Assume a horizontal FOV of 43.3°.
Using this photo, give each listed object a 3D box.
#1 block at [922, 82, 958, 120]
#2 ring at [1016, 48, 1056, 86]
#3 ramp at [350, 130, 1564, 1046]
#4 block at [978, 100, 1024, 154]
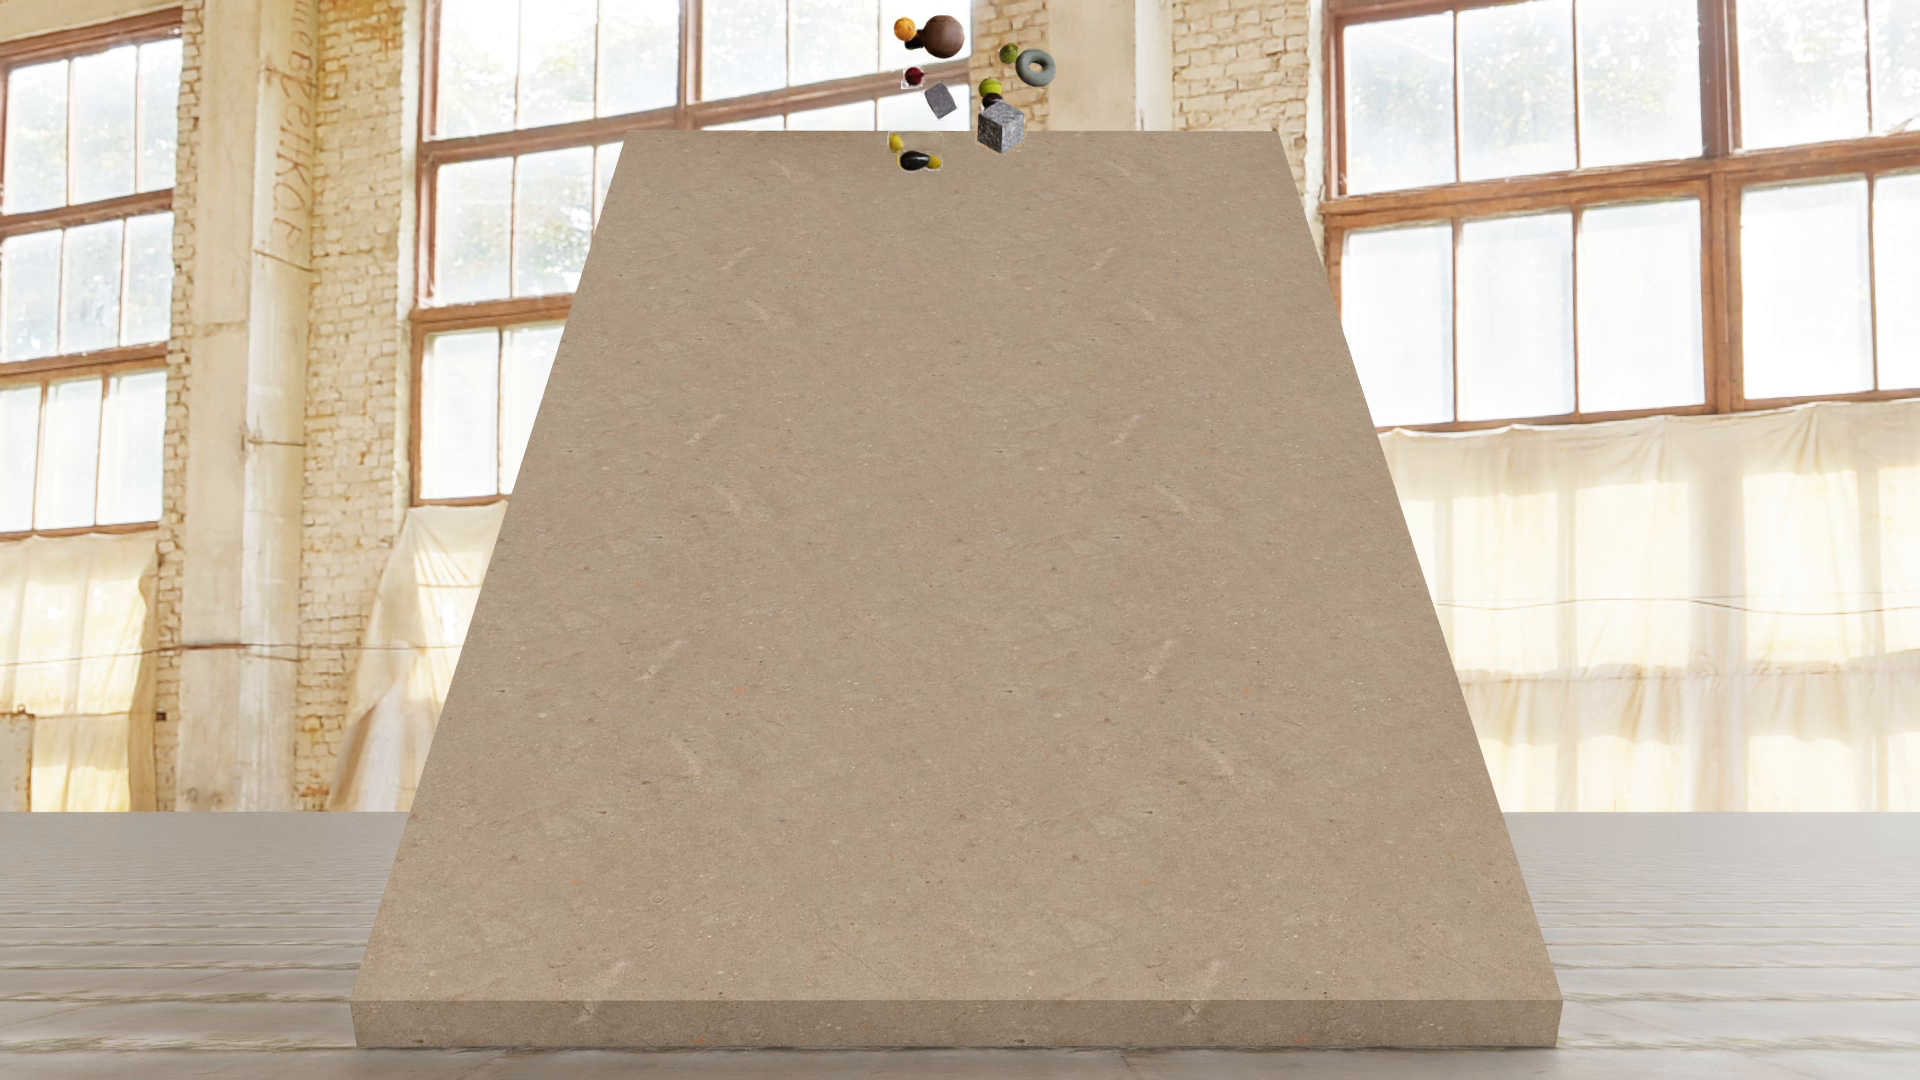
[{"bbox_3d":[-0.057,-1.275,7.026,0.066,0.066,0.066,-31,-24,0],"label":"block"},{"bbox_3d":[0.219,-1.367,7.005,0.122,0.122,0.041,2,-22,-14],"label":"ring"},{"bbox_3d":[-0.013,-0.207,5.739,2.000,0.100,4.000,0,30,0],"label":"ramp"},{"bbox_3d":[0.119,-1.200,7.036,0.096,0.096,0.096,34,52,29],"label":"block"}]
